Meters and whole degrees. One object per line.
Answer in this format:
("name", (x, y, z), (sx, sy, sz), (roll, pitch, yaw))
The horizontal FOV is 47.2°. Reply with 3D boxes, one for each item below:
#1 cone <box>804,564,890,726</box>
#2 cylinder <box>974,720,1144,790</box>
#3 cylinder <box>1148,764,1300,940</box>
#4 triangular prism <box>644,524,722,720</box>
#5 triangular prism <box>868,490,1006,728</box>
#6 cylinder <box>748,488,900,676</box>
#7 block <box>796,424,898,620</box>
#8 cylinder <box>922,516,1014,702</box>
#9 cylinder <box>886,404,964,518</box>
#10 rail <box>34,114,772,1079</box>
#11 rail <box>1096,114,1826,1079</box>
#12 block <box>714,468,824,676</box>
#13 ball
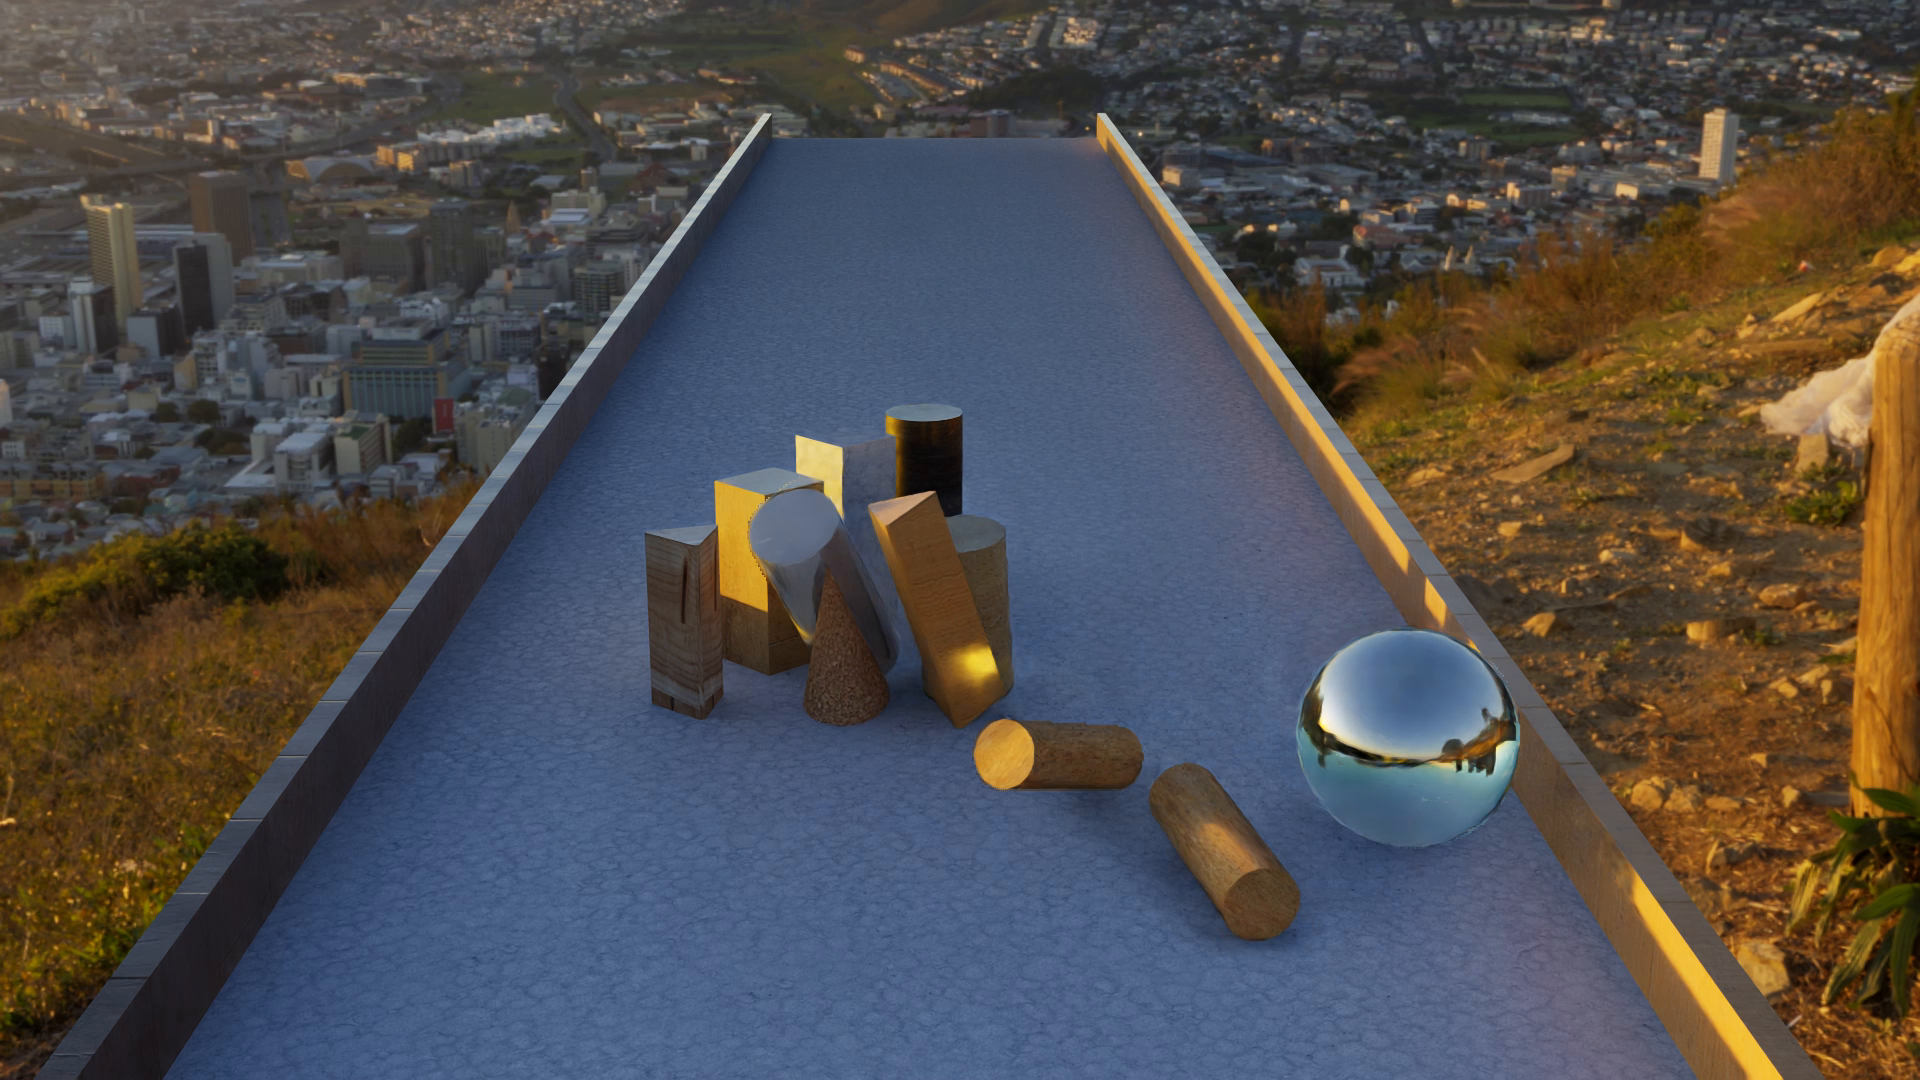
("cone", (-0.226, 0.169, 4.042), (0.165, 0.314, 0.165), (-4, 36, 3))
("cylinder", (0.168, 0.355, 3.617), (0.109, 0.109, 0.378), (11, 0, 32))
("cylinder", (0.403, 0.476, 3.401), (0.119, 0.119, 0.384), (-3, 18, -11))
("triangular prism", (-0.495, 0.147, 4.138), (0.138, 0.340, 0.119), (13, 21, 38))
("triangular prism", (-0.062, 0.127, 4.050), (0.115, 0.428, 0.133), (5, 32, 45))
("cylinder", (-0.250, 0.097, 4.146), (0.170, 0.416, 0.170), (-9, 52, 12))
("block", (-0.236, -0.025, 4.607), (0.147, 0.400, 0.147), (-15, 22, -41))
("cylinder", (0.007, 0.134, 4.180), (0.175, 0.319, 0.175), (-3, 23, 1))
("cylinder", (-0.079, -0.102, 4.908), (0.172, 0.377, 0.172), (0, 17, 0))
("rail", (-1.118, -0.838, 7.780), (0.050, 0.150, 12.000), (0, 17, -1))
("rail", (0.932, -0.844, 7.801), (0.050, 0.150, 12.000), (0, 17, -1))
("block", (-0.375, 0.060, 4.379), (0.153, 0.369, 0.153), (-16, 23, -43))
("ball", (0.721, 0.317, 3.541), (0.354, 0.354, 0.354), (0, 17, 0))
